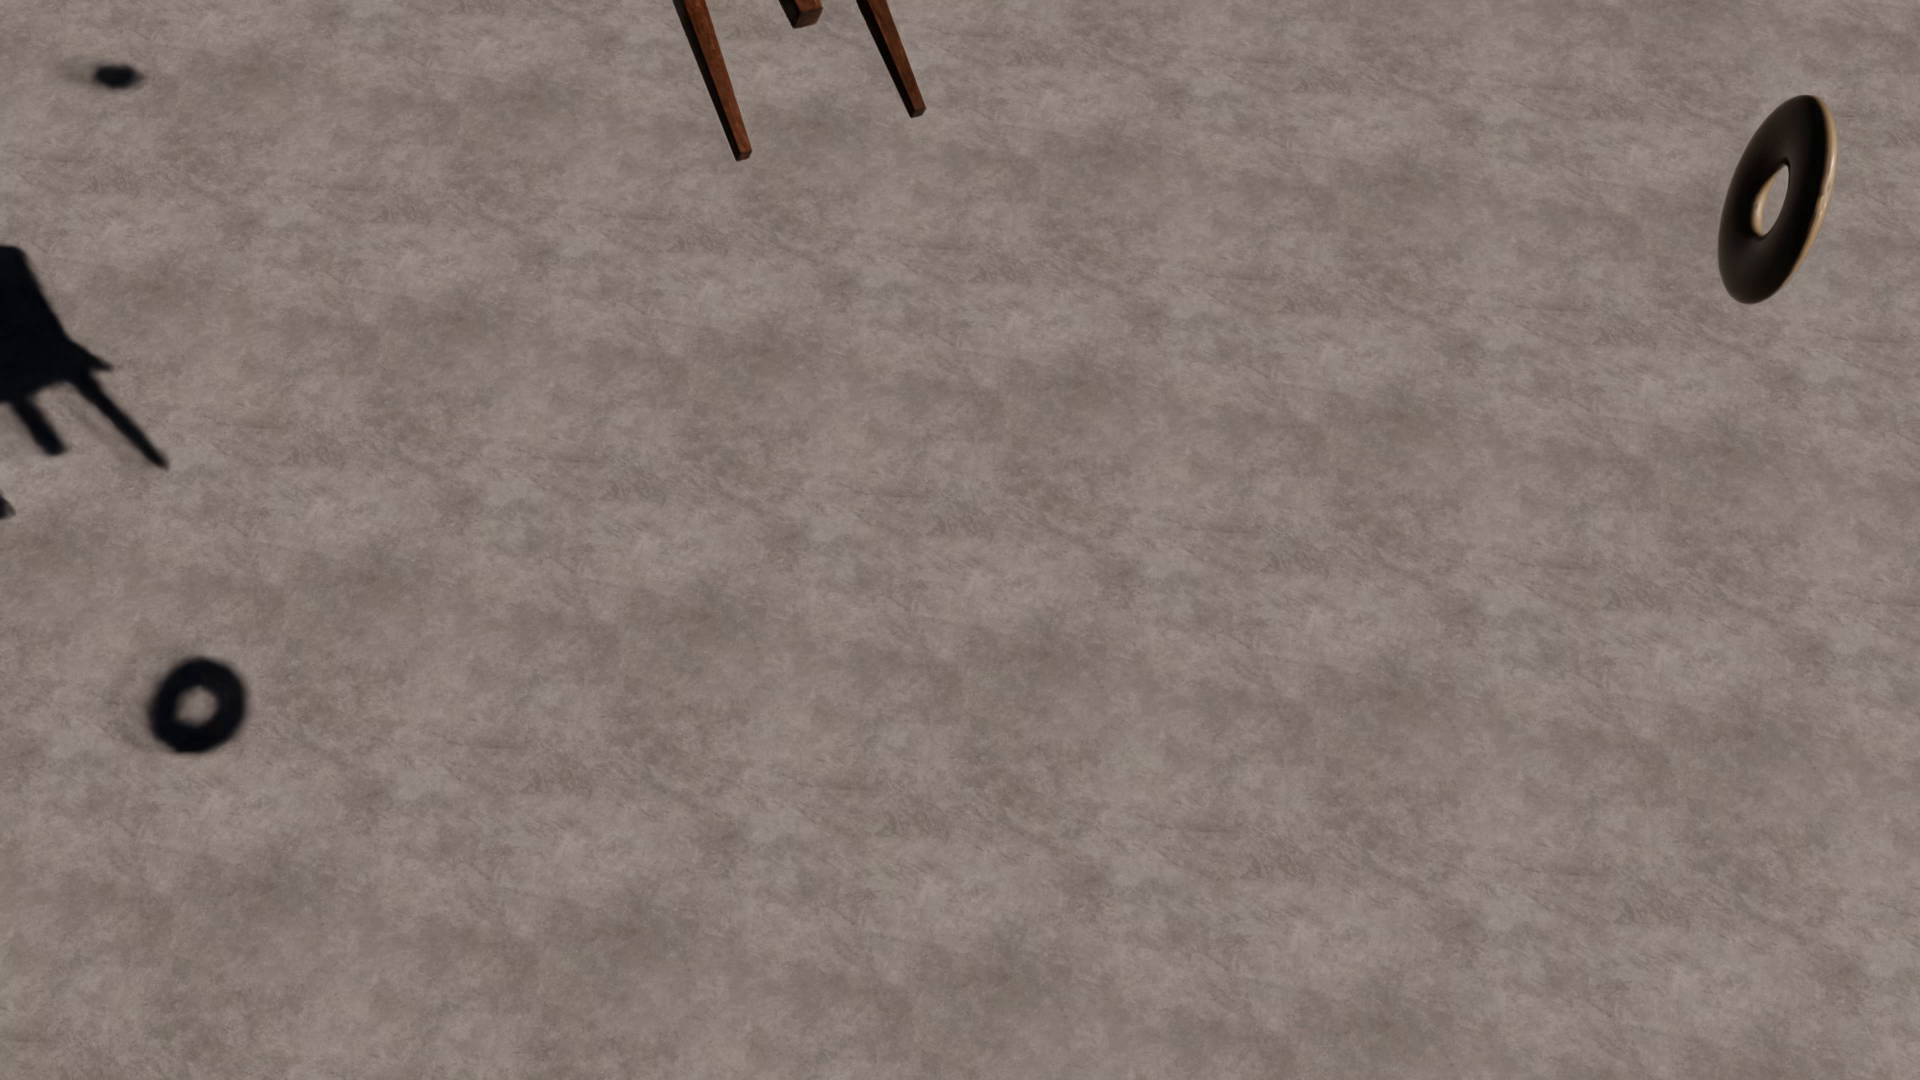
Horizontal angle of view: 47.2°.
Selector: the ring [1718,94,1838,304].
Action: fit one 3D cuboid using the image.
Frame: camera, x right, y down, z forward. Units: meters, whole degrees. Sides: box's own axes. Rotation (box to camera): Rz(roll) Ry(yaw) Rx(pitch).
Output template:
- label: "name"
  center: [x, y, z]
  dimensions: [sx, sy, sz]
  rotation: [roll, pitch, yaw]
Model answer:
- label: "ring"
  center: [1.203, -0.502, 3.244]
  dimensions: [0.045, 0.322, 0.315]
  rotation: [13, 95, -5]
